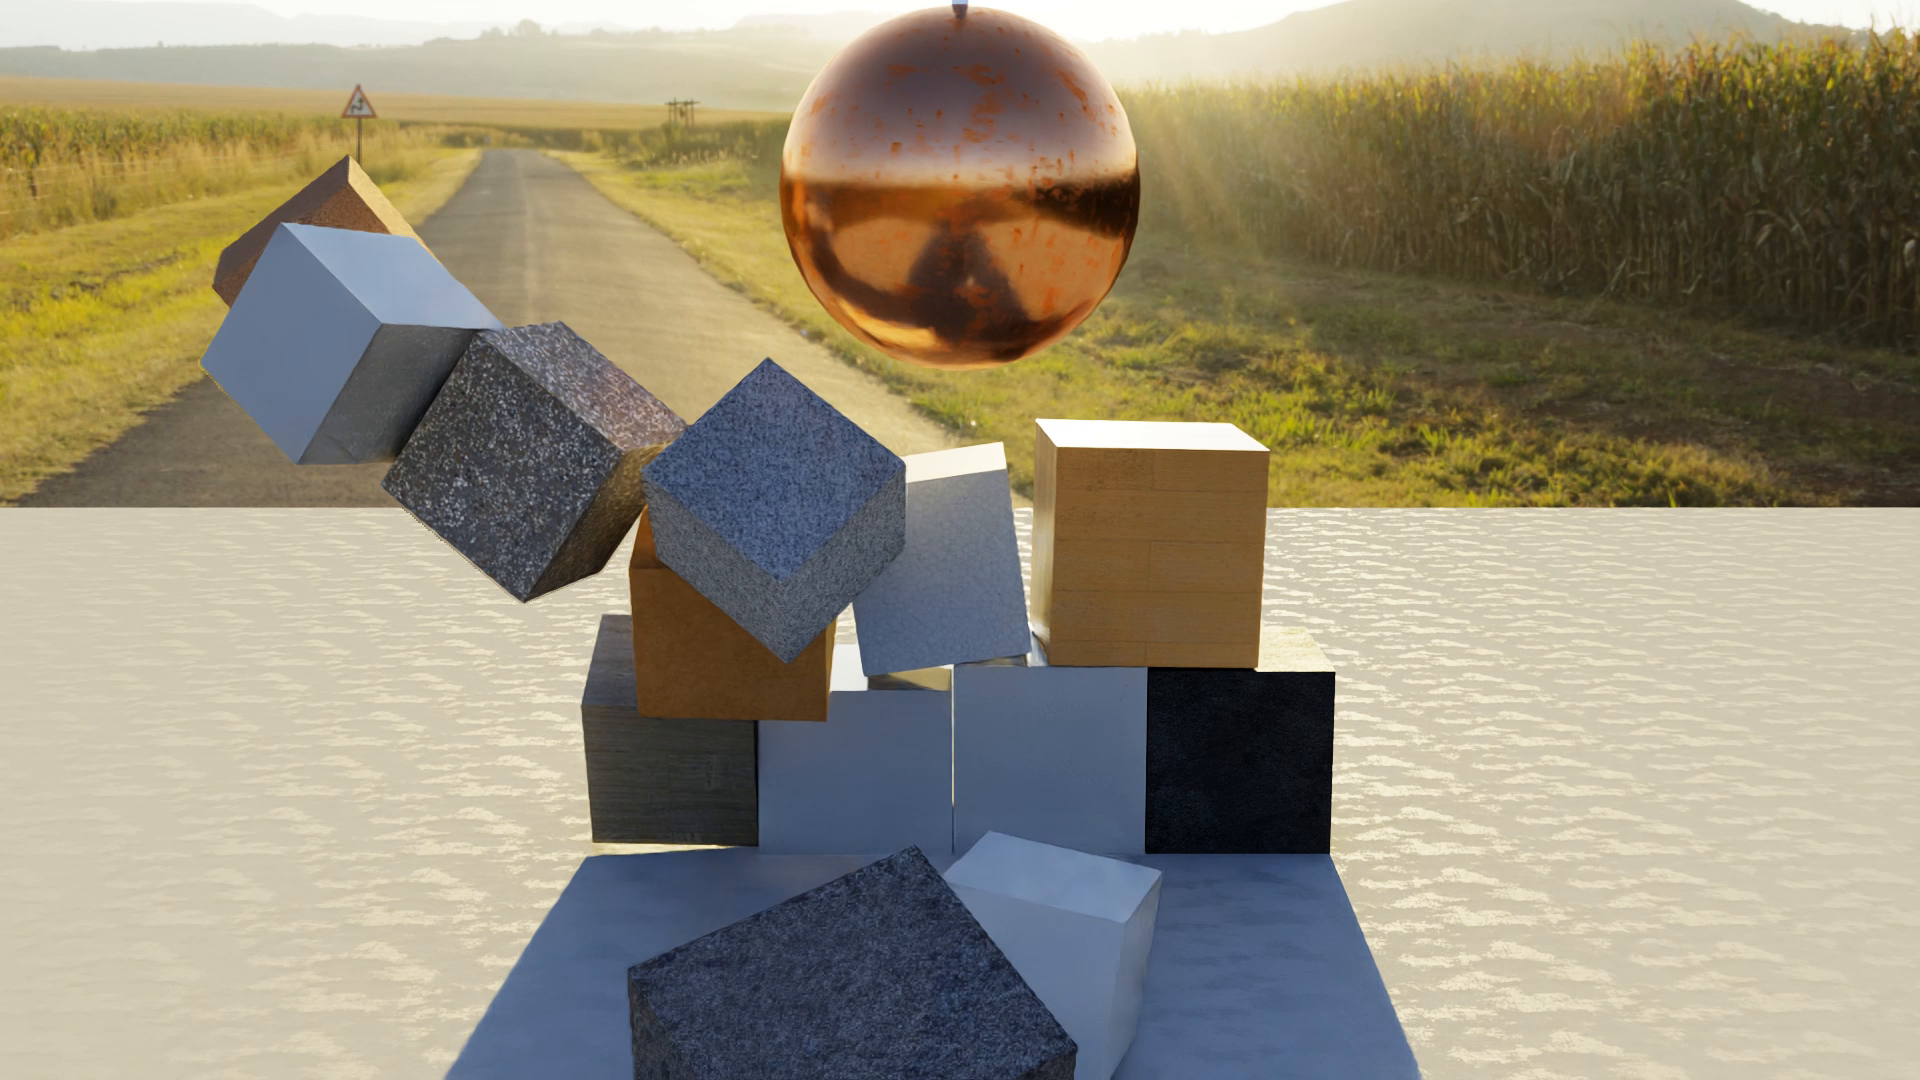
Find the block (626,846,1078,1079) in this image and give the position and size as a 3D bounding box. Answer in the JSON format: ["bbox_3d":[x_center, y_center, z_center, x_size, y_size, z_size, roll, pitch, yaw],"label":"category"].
[{"bbox_3d":[-0.336,1.672,6.562,0.977,0.872,0.882,-20,45,-26],"label":"block"}]

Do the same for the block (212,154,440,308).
[{"bbox_3d":[-3.049,-1.287,10.682,0.796,0.705,0.846,-38,24,0],"label":"block"}]

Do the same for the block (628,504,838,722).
[{"bbox_3d":[-1.072,0.258,10.650,0.899,0.858,0.879,2,33,0],"label":"block"}]

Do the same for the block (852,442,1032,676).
[{"bbox_3d":[-0.127,0.080,11.184,0.842,0.928,0.924,-8,10,1],"label":"block"}]

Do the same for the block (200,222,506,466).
[{"bbox_3d":[-2.672,-0.856,9.740,0.701,0.763,0.842,43,20,18],"label":"block"}]

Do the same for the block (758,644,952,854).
[{"bbox_3d":[-0.521,1.064,11.366,0.963,0.840,1.001,0,10,0],"label":"block"}]

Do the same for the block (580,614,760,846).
[{"bbox_3d":[-1.423,0.960,11.147,0.828,0.877,0.760,1,33,-1],"label":"block"}]

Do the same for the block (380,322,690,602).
[{"bbox_3d":[-1.909,-0.376,10.045,0.844,0.856,0.832,39,17,7],"label":"block"}]

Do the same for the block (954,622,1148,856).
[{"bbox_3d":[0.442,1.004,11.344,0.952,0.966,1.006,0,10,0],"label":"block"}]

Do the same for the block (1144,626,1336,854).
[{"bbox_3d":[1.386,1.015,11.369,0.917,0.936,0.999,0,10,0],"label":"block"}]

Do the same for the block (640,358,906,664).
[{"bbox_3d":[-0.808,-0.127,9.750,0.819,0.767,0.788,38,66,17],"label":"block"}]

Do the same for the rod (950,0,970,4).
[{"bbox_3d":[0.000,-4.946,9.772,0.080,5.200,0.080,0,-1,0],"label":"rod"}]

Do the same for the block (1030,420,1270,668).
[{"bbox_3d":[0.931,-0.002,11.163,1.032,1.078,1.016,1,10,-4],"label":"block"}]

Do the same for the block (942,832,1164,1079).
[{"bbox_3d":[0.307,1.610,8.410,0.713,0.694,0.714,11,10,15],"label":"block"}]

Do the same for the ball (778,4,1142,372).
[{"bbox_3d":[0.000,-1.546,9.724,1.600,1.600,1.600,0,10,0],"label":"ball"}]
